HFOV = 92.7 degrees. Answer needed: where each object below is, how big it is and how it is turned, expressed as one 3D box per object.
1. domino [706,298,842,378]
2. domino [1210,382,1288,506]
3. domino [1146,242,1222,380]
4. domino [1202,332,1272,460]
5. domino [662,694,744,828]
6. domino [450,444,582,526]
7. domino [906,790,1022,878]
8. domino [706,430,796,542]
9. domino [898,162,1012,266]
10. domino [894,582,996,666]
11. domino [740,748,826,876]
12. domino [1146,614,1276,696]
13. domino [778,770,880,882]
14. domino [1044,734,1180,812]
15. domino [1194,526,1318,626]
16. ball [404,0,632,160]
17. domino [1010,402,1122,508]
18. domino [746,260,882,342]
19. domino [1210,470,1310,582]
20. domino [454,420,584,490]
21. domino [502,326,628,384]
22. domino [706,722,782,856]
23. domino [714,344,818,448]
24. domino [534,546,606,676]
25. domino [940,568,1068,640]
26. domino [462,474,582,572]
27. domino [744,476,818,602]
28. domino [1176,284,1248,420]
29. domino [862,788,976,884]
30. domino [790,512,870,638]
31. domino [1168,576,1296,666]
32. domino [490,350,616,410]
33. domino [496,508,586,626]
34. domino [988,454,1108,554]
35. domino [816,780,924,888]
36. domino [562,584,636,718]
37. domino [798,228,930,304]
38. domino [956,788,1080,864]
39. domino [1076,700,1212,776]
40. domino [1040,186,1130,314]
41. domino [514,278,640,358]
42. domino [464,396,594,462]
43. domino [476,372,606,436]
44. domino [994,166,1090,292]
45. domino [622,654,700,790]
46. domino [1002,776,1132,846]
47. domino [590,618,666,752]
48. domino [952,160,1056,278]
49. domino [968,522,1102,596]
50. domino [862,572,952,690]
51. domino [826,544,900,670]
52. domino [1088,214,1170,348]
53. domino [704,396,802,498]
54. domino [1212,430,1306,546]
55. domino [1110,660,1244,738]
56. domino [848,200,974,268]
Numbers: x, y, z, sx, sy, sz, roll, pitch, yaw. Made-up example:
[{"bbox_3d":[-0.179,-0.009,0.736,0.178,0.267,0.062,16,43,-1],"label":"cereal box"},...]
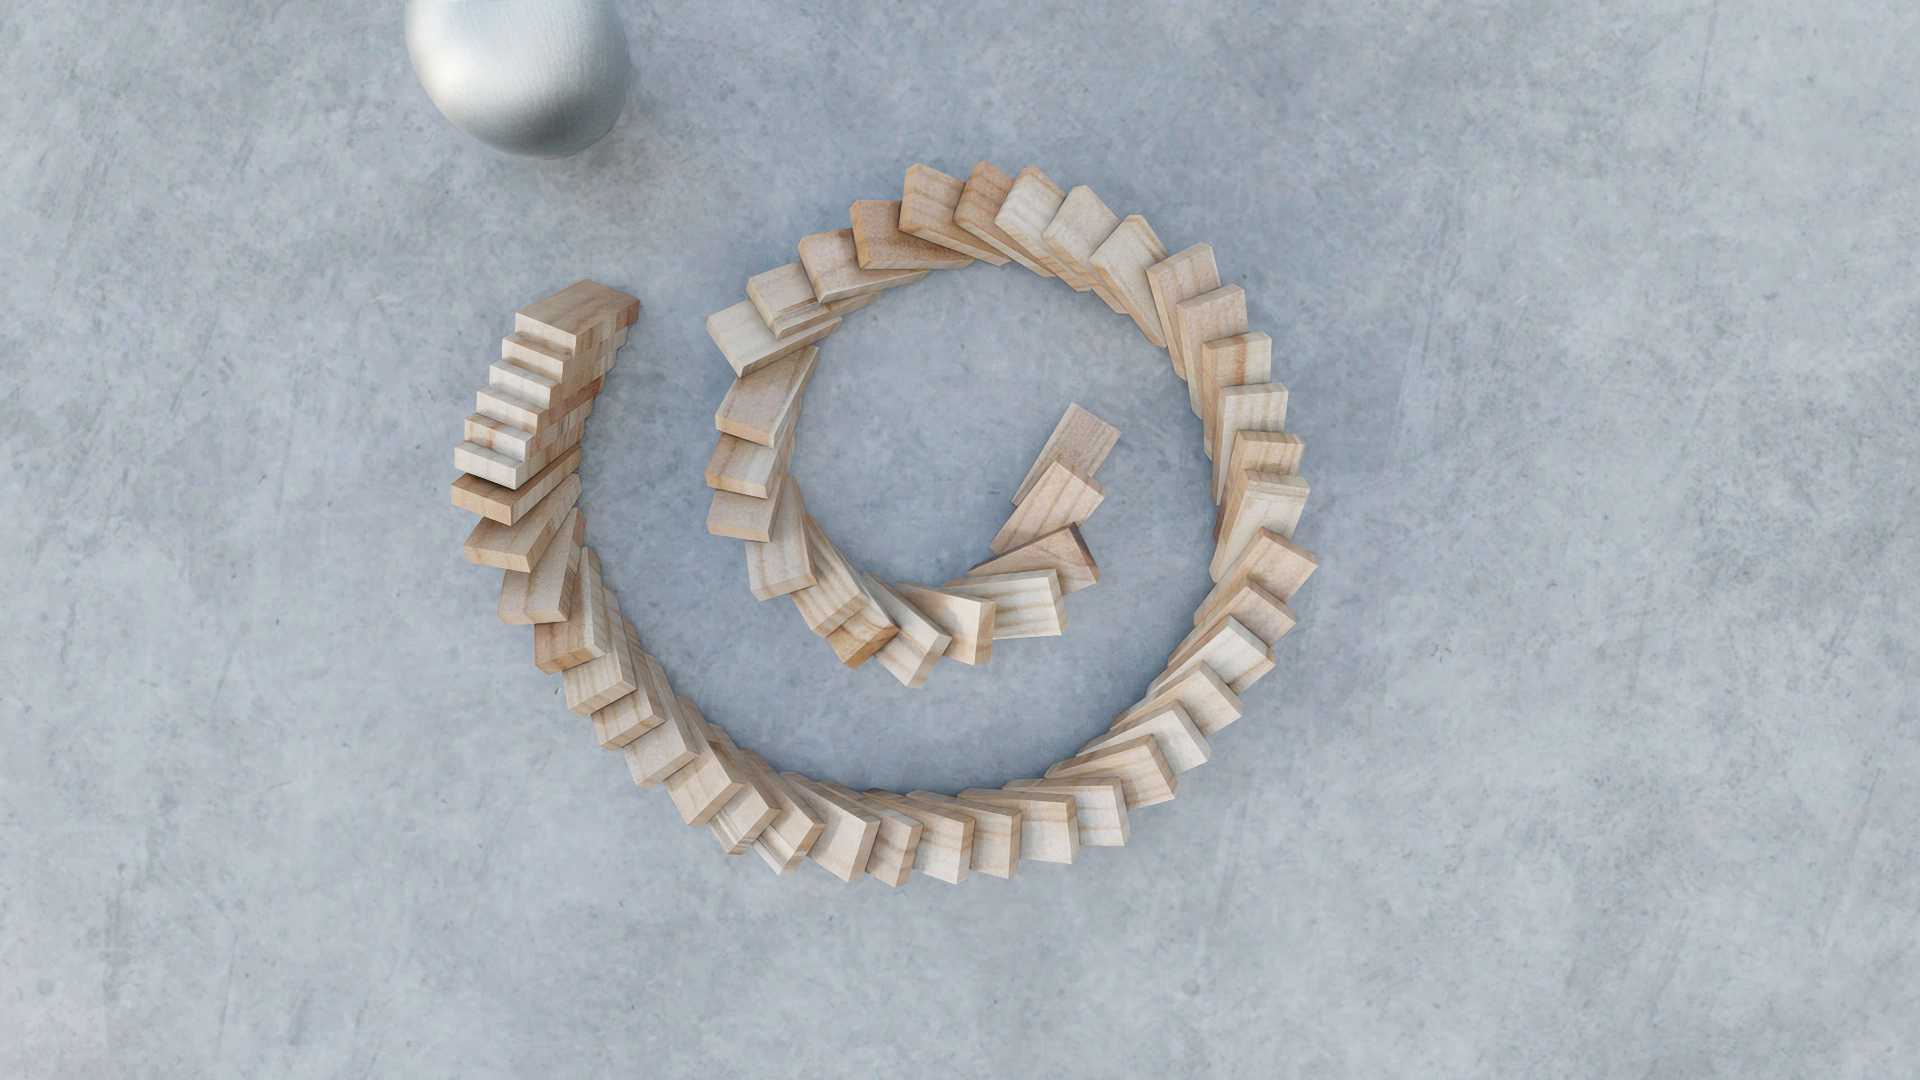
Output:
[{"bbox_3d":[-0.077,-0.090,0.384,0.050,0.009,0.025,-34,87,-28],"label":"domino"},{"bbox_3d":[0.120,-0.040,0.383,0.025,0.009,0.050,-5,121,0],"label":"domino"},{"bbox_3d":[0.097,-0.095,0.382,0.025,0.010,0.050,-27,122,-1],"label":"domino"},{"bbox_3d":[0.115,-0.060,0.383,0.025,0.010,0.050,-11,121,-1],"label":"domino"},{"bbox_3d":[-0.113,0.091,0.383,0.025,0.009,0.050,-44,59,1],"label":"domino"},{"bbox_3d":[-0.181,-0.027,0.377,0.025,0.050,0.010,20,126,1],"label":"domino"},{"bbox_3d":[0.000,0.122,0.384,0.050,0.010,0.025,3,90,28],"label":"domino"},{"bbox_3d":[-0.087,-0.025,0.384,0.025,0.009,0.050,8,61,0],"label":"domino"},{"bbox_3d":[0.000,-0.135,0.382,0.050,0.010,0.025,9,86,-32],"label":"domino"},{"bbox_3d":[-0.008,0.034,0.379,0.050,0.010,0.025,10,97,42],"label":"domino"},{"bbox_3d":[-0.081,0.113,0.383,0.050,0.009,0.025,35,90,31],"label":"domino"},{"bbox_3d":[0.104,0.057,0.382,0.025,0.010,0.050,39,121,-2],"label":"domino"},{"bbox_3d":[-0.058,0.118,0.382,0.050,0.009,0.025,19,92,32],"label":"domino"},{"bbox_3d":[0.063,0.101,0.382,0.050,0.009,0.025,-27,94,31],"label":"domino"},{"bbox_3d":[0.123,0.021,0.383,0.025,0.009,0.050,29,119,-2],"label":"domino"},{"bbox_3d":[-0.172,-0.193,0.360,0.080,0.080,0.080,0,90,0],"label":"ball"},{"bbox_3d":[0.045,-0.031,0.395,0.025,0.010,0.050,31,90,0],"label":"domino"},{"bbox_3d":[-0.061,-0.105,0.384,0.050,0.010,0.025,-30,88,-27],"label":"domino"},{"bbox_3d":[0.124,-0.004,0.382,0.025,0.010,0.050,8,122,-3],"label":"domino"},{"bbox_3d":[-0.180,-0.040,0.376,0.025,0.050,0.009,20,123,0],"label":"domino"},{"bbox_3d":[-0.161,-0.082,0.376,0.025,0.050,0.009,21,123,0],"label":"domino"},{"bbox_3d":[-0.099,0.103,0.383,0.025,0.009,0.050,-48,59,1],"label":"domino"},{"bbox_3d":[-0.080,-0.064,0.383,0.025,0.009,0.050,19,59,0],"label":"domino"},{"bbox_3d":[-0.163,0.029,0.382,0.025,0.009,0.050,-20,56,0],"label":"domino"},{"bbox_3d":[0.018,0.028,0.381,0.050,0.009,0.025,-7,106,29],"label":"domino"},{"bbox_3d":[-0.180,-0.010,0.379,0.025,0.050,0.010,10,134,0],"label":"domino"},{"bbox_3d":[-0.076,-0.001,0.382,0.025,0.010,0.050,-17,58,1],"label":"domino"},{"bbox_3d":[0.107,-0.078,0.382,0.025,0.009,0.050,-19,122,-1],"label":"domino"},{"bbox_3d":[-0.019,0.123,0.383,0.050,0.009,0.025,8,92,29],"label":"domino"},{"bbox_3d":[-0.060,0.014,0.382,0.025,0.009,0.050,-39,56,1],"label":"domino"},{"bbox_3d":[0.113,0.042,0.384,0.025,0.010,0.050,37,119,0],"label":"domino"},{"bbox_3d":[-0.166,-0.072,0.376,0.025,0.050,0.009,21,123,0],"label":"domino"},{"bbox_3d":[-0.174,0.010,0.382,0.025,0.010,0.050,-5,57,0],"label":"domino"},{"bbox_3d":[0.036,-0.009,0.384,0.025,0.010,0.050,37,119,0],"label":"domino"},{"bbox_3d":[-0.041,0.122,0.384,0.050,0.009,0.025,16,90,30],"label":"domino"},{"bbox_3d":[-0.153,0.046,0.381,0.025,0.010,0.050,-29,55,2],"label":"domino"},{"bbox_3d":[-0.040,-0.118,0.385,0.050,0.009,0.025,-21,90,-27],"label":"domino"},{"bbox_3d":[0.024,0.119,0.383,0.050,0.009,0.025,-5,93,29],"label":"domino"},{"bbox_3d":[0.076,0.089,0.383,0.050,0.010,0.025,-35,90,31],"label":"domino"},{"bbox_3d":[0.059,-0.121,0.383,0.050,0.009,0.025,35,87,-30],"label":"domino"},{"bbox_3d":[-0.156,-0.092,0.376,0.025,0.050,0.010,21,123,0],"label":"domino"},{"bbox_3d":[-0.176,-0.051,0.376,0.025,0.050,0.009,21,123,0],"label":"domino"},{"bbox_3d":[-0.171,-0.061,0.376,0.025,0.050,0.009,21,123,0],"label":"domino"},{"bbox_3d":[0.040,-0.129,0.382,0.050,0.009,0.025,30,86,-31],"label":"domino"},{"bbox_3d":[-0.131,0.075,0.384,0.025,0.010,0.050,-34,61,0],"label":"domino"},{"bbox_3d":[0.044,0.113,0.383,0.050,0.009,0.025,-10,93,29],"label":"domino"},{"bbox_3d":[-0.143,0.060,0.383,0.025,0.010,0.050,-31,59,0],"label":"domino"},{"bbox_3d":[0.023,-0.133,0.383,0.050,0.010,0.025,22,90,-31],"label":"domino"},{"bbox_3d":[0.031,0.014,0.383,0.050,0.010,0.025,-24,97,27],"label":"domino"},{"bbox_3d":[-0.028,0.037,0.380,0.050,0.009,0.025,36,98,37],"label":"domino"},{"bbox_3d":[-0.049,0.027,0.382,0.025,0.009,0.050,-41,55,1],"label":"domino"},{"bbox_3d":[0.079,-0.108,0.384,0.025,0.010,0.050,-47,120,0],"label":"domino"},{"bbox_3d":[-0.085,-0.043,0.382,0.025,0.010,0.050,12,59,2],"label":"domino"},{"bbox_3d":[0.124,-0.020,0.383,0.025,0.010,0.050,4,122,-1],"label":"domino"},{"bbox_3d":[0.090,0.074,0.383,0.025,0.009,0.050,48,121,0],"label":"domino"},{"bbox_3d":[-0.020,-0.127,0.383,0.050,0.010,0.025,-10,90,-30],"label":"domino"}]
